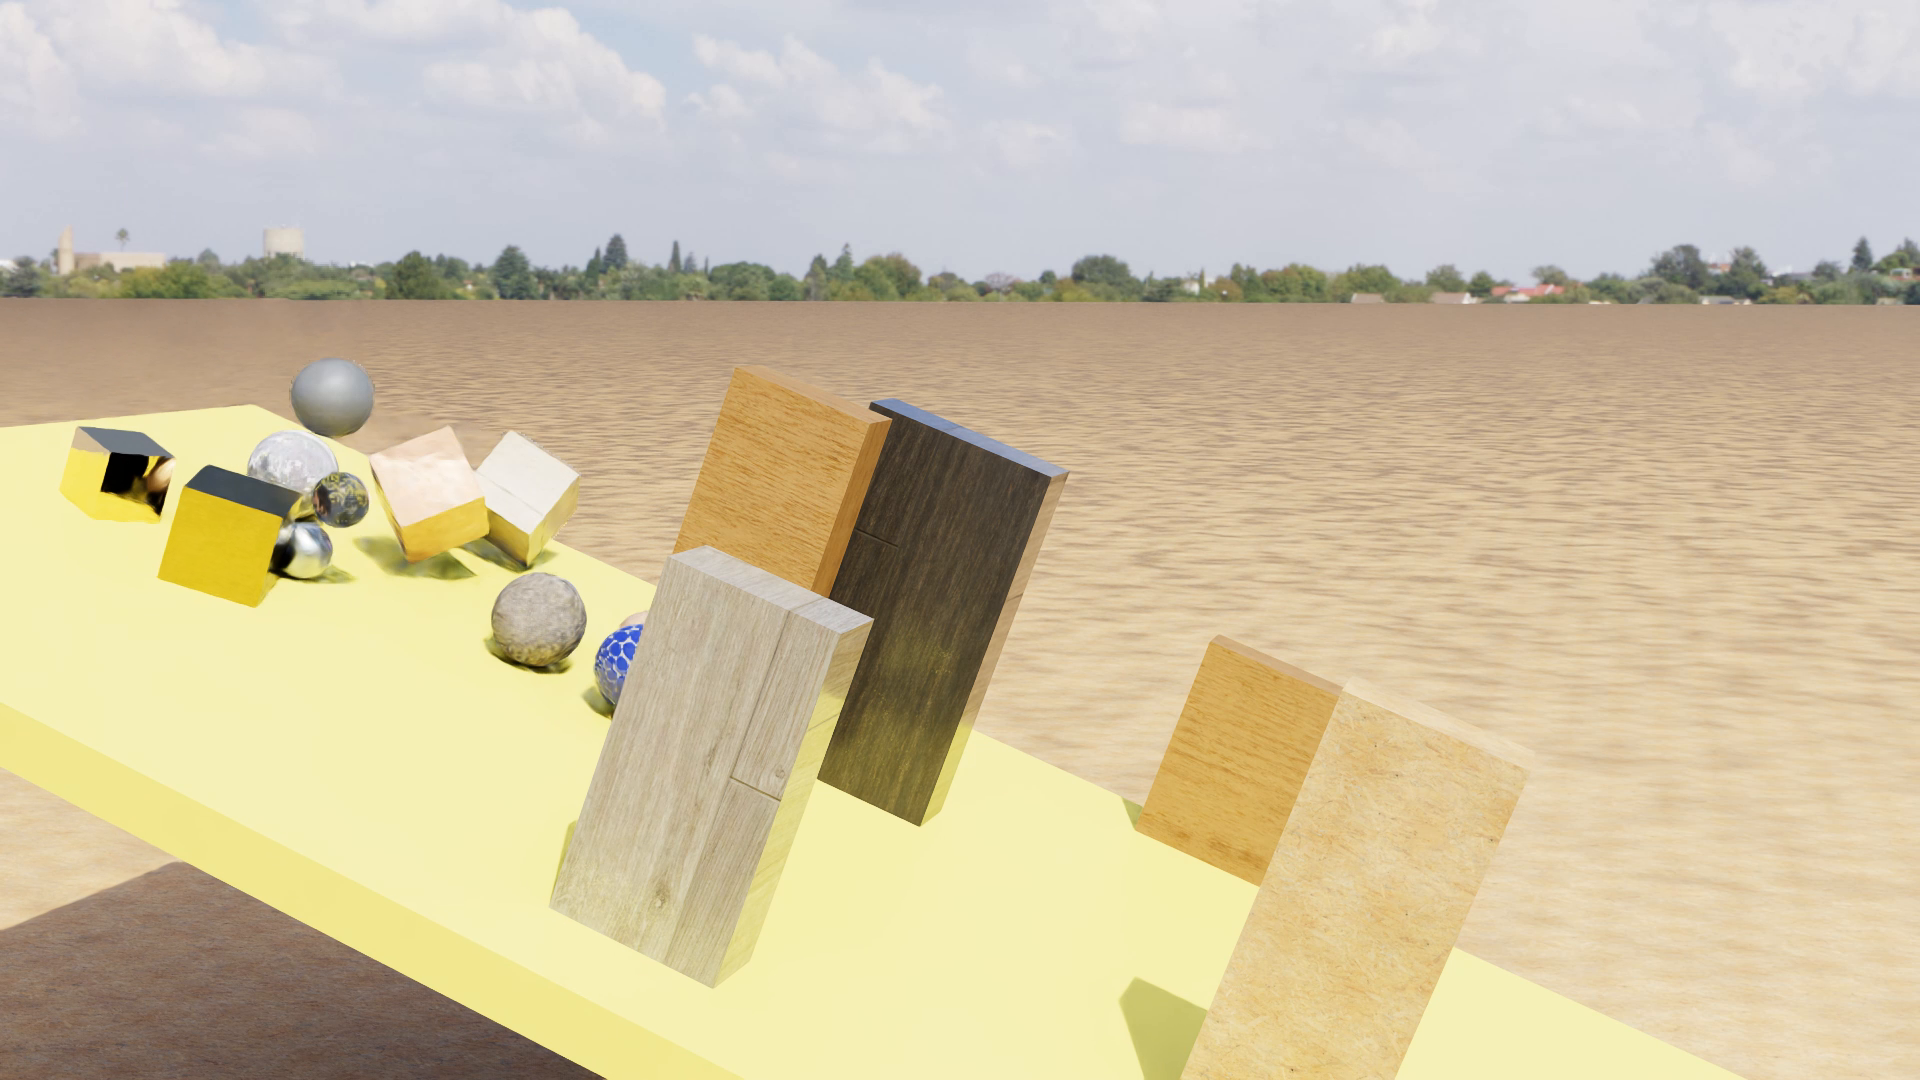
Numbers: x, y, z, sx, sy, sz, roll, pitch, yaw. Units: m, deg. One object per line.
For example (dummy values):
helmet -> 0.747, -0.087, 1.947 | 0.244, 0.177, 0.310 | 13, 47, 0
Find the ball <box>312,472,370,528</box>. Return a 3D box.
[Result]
ball -> -1.250, -0.081, 4.442 | 0.115, 0.115, 0.115 | 0, 7, 0

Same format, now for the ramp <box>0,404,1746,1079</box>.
ramp -> -0.323, 0.584, 4.205 | 4.000, 0.100, 2.000 | 23, 13, 13

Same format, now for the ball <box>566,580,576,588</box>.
ball -> -0.871, 0.143, 4.678 | 0.134, 0.134, 0.134 | 0, 7, 0

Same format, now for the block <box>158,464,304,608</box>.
block -> -1.428, -0.009, 4.312 | 0.192, 0.192, 0.192 | 18, 13, -9

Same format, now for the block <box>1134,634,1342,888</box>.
block -> 0.633, 0.491, 4.809 | 0.348, 0.460, 0.105 | 23, 13, 13

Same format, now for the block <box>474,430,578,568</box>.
block -> -1.018, -0.095, 5.073 | 0.189, 0.189, 0.189 | 33, -27, 3

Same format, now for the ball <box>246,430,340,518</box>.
ball -> -1.465, -0.146, 4.831 | 0.195, 0.195, 0.195 | 0, 7, 0

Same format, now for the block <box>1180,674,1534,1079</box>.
block -> 0.603, 0.630, 3.447 | 0.300, 0.770, 0.141 | 23, 13, 13

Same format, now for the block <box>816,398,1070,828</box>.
block -> -0.107, 0.143, 4.426 | 0.394, 0.759, 0.140 | 23, 13, 13

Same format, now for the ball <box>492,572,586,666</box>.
ball -> -0.858, 0.161, 4.484 | 0.191, 0.191, 0.191 | 0, 7, 0

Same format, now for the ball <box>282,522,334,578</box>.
ball -> -1.343, 0.020, 4.496 | 0.117, 0.117, 0.117 | 0, 7, 0

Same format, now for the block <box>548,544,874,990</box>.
block -> -0.392, 0.352, 3.443 | 0.300, 0.607, 0.148 | 23, 13, 13

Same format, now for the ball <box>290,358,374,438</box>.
ball -> -1.386, -0.314, 4.859 | 0.177, 0.177, 0.177 | 0, 7, 0

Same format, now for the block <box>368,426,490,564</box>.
block -> -1.146, -0.096, 4.753 | 0.185, 0.185, 0.185 | -23, -20, -18

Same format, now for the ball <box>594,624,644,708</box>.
ball -> -0.638, 0.256, 4.375 | 0.179, 0.179, 0.179 | 0, 7, 0

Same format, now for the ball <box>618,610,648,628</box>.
ball -> -0.663, 0.221, 4.655 | 0.142, 0.142, 0.142 | 0, 7, 0

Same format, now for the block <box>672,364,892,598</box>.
block -> -0.401, 0.088, 4.142 | 0.278, 0.783, 0.127 | 23, 13, 13

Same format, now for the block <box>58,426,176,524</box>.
block -> -1.719, -0.133, 4.488 | 0.146, 0.146, 0.146 | 30, 15, 36
